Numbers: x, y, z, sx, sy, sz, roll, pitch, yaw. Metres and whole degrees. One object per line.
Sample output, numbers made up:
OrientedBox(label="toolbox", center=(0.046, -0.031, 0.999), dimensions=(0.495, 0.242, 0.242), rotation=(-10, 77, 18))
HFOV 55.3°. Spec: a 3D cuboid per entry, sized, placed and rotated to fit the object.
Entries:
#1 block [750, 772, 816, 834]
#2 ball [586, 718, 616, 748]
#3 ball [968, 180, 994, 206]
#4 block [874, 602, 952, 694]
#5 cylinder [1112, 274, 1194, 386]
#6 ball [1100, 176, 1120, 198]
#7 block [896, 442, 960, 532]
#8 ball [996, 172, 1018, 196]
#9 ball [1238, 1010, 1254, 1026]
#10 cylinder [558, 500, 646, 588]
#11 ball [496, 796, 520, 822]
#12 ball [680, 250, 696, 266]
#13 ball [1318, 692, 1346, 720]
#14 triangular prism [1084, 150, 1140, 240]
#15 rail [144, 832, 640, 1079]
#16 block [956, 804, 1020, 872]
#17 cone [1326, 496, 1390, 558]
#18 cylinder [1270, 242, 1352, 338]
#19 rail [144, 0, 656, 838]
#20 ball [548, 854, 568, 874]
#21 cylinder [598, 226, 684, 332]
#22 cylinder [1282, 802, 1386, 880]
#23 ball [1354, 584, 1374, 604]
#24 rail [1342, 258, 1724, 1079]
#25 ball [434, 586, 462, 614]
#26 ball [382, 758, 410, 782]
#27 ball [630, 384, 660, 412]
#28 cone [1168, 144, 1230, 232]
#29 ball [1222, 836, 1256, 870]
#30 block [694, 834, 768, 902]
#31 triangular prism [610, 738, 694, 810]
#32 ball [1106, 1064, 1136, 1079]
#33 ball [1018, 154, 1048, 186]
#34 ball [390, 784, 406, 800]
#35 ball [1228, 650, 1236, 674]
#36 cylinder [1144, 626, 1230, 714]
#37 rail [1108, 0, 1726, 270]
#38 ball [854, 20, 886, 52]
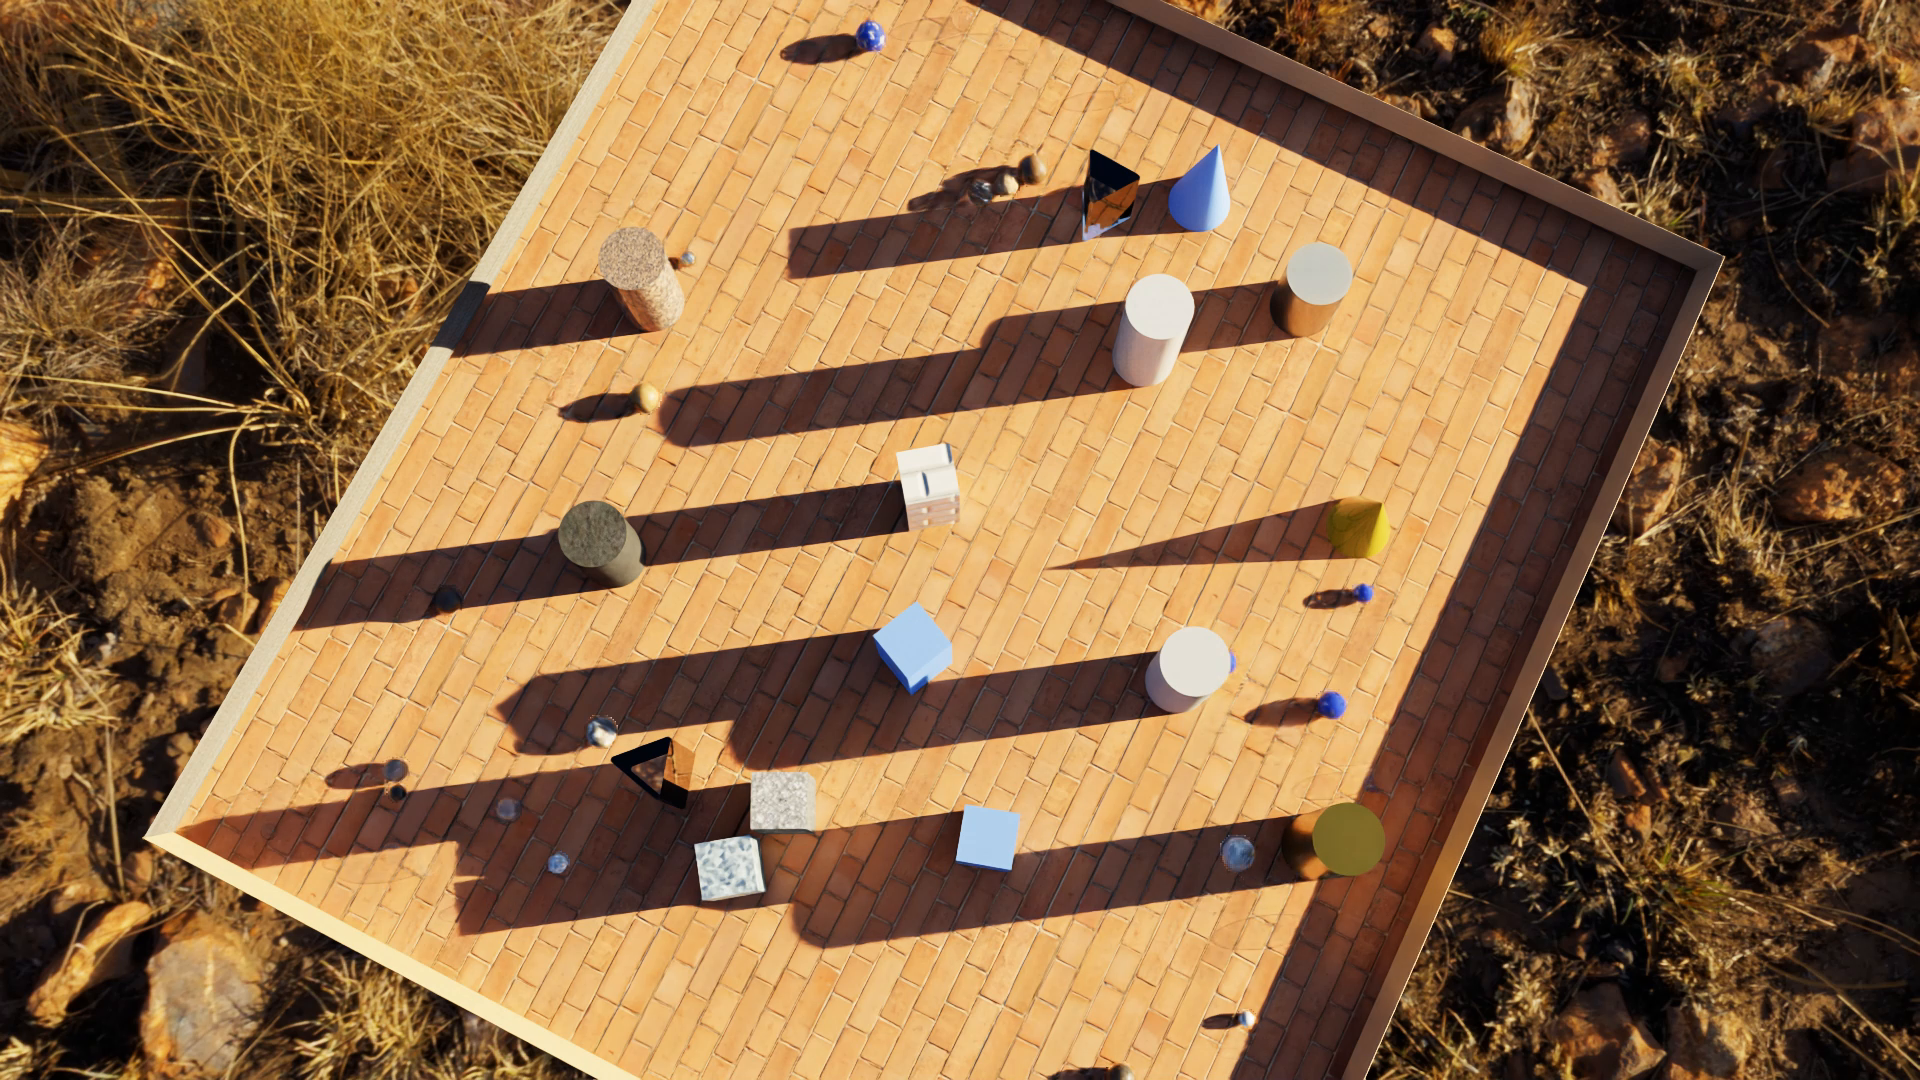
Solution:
OrientedBox(label="block", center=(-0.509, 0.763, 5.303), dimensions=(0.158, 0.304, 0.158), rotation=(0, 78, 0))
OrientedBox(label="ball", center=(-1.069, 0.572, 5.452), dimensions=(0.090, 0.090, 0.090), rotation=(0, 78, 0))
OrientedBox(label="ball", center=(0.066, -1.101, 5.804), dimensions=(0.080, 0.080, 0.080), rotation=(0, 78, 0))
OrientedBox(label="block", center=(-0.134, 0.320, 5.351), dimensions=(0.158, 0.391, 0.158), rotation=(-38, 81, -7))
OrientedBox(label="cylinder", center=(0.575, -0.622, 5.501), dimensions=(0.197, 0.479, 0.197), rotation=(0, 78, 0))
OrientedBox(label="ball", center=(0.476, -1.120, 5.810), dimensions=(0.068, 0.068, 0.068), rotation=(0, 78, 0))
OrientedBox(label="block", center=(-0.092, -0.154, 5.461), dimensions=(0.158, 0.367, 0.158), rotation=(-11, 79, -2))
OrientedBox(label="ball", center=(0.150, -1.129, 5.813), dimensions=(0.074, 0.074, 0.074), rotation=(0, 78, 0))
OrientedBox(label="ball", center=(0.829, 1.386, 5.307), dimensions=(0.045, 0.045, 0.045), rotation=(0, 78, 0))
OrientedBox(label="cylinder", center=(-1.057, 0.016, 5.439), dimensions=(0.197, 0.341, 0.197), rotation=(0, 78, 0))
OrientedBox(label="ball", center=(-1.336, 0.796, 5.414), dimensions=(0.074, 0.074, 0.074), rotation=(0, 78, 0))
OrientedBox(label="ball", center=(-0.856, -0.886, 5.774), dimensions=(0.050, 0.050, 0.050), rotation=(0, 78, 0))
OrientedBox(label="ball", center=(1.110, 0.494, 5.470), dimensions=(0.086, 0.086, 0.086), rotation=(0, 78, 0))
OrientedBox(label="triangular prism", center=(0.433, -1.085, 5.680), dimensions=(0.171, 0.316, 0.148), rotation=(-29, 80, -6))
OrientedBox(label="rail", center=(-0.818, 1.609, 5.217), dimensions=(3.439, 0.128, 0.045), rotation=(26, 80, 5))
OrientedBox(label="block", center=(0.079, 0.864, 5.294), dimensions=(0.158, 0.281, 0.158), rotation=(9, 78, 2))
OrientedBox(label="cone", center=(1.222, -0.074, 5.462), dimensions=(0.197, 0.333, 0.197), rotation=(0, 78, 0))
OrientedBox(label="cylinder", center=(1.073, -0.764, 5.618), dimensions=(0.197, 0.307, 0.197), rotation=(0, 78, 0))
OrientedBox(label="rail", center=(-1.517, -0.736, 5.702), dimensions=(0.045, 0.128, 3.707), rotation=(26, 80, 5))
OrientedBox(label="ball", center=(-1.184, 0.952, 5.390), dimensions=(0.058, 0.058, 0.058), rotation=(0, 78, 0))
OrientedBox(label="cylinder", center=(-0.966, -0.789, 5.580), dimensions=(0.197, 0.391, 0.197), rotation=(0, 78, 0))
OrientedBox(label="cylinder", center=(1.051, 0.857, 5.189), dimensions=(0.197, 0.489, 0.197), rotation=(0, 78, 0))
OrientedBox(label="ball", center=(1.222, 0.162, 5.552), dimensions=(0.061, 0.061, 0.061), rotation=(0, 78, 0))
OrientedBox(label="rail", center=(1.517, 0.749, 5.395), dimensions=(0.045, 0.128, 3.707), rotation=(26, 80, 5))
OrientedBox(label="ball", center=(-1.548, 0.183, 5.536), dimensions=(0.084, 0.084, 0.084), rotation=(0, 78, 0))
OrientedBox(label="ball", center=(-1.673, 0.683, 5.437), dimensions=(0.075, 0.075, 0.075), rotation=(0, 78, 0))
OrientedBox(label="ball", center=(-0.974, -0.439, 5.661), dimensions=(0.091, 0.091, 0.091), rotation=(0, 78, 0))
OrientedBox(label="cone", center=(0.762, -1.121, 5.616), dimensions=(0.197, 0.456, 0.197), rotation=(0, 78, 0))
OrientedBox(label="ball", center=(0.817, 0.921, 5.376), dimensions=(0.098, 0.098, 0.098), rotation=(0, 78, 0))
OrientedBox(label="block", center=(-0.660, 0.949, 5.292), dimensions=(0.158, 0.251, 0.158), rotation=(-10, 78, -2))
OrientedBox(label="triangular prism", center=(-0.841, 0.644, 5.239), dimensions=(0.171, 0.479, 0.148), rotation=(39, 81, 7))
OrientedBox(label="ball", center=(0.461, 1.545, 5.254), dimensions=(0.084, 0.084, 0.084), rotation=(0, 78, 0))
OrientedBox(label="ball", center=(0.231, -1.174, 5.810), dimensions=(0.097, 0.097, 0.097), rotation=(0, 78, 0))
OrientedBox(label="ball", center=(-1.667, 0.749, 5.436), dimensions=(0.050, 0.050, 0.050), rotation=(0, 78, 0))
OrientedBox(label="ball", center=(0.790, 0.367, 5.493), dimensions=(0.079, 0.079, 0.079), rotation=(0, 78, 0))
OrientedBox(label="cylinder", center=(0.656, 0.382, 5.321), dimensions=(0.197, 0.423, 0.197), rotation=(0, 78, 0))
OrientedBox(label="rail", center=(0.818, -1.596, 5.880), dimensions=(3.439, 0.128, 0.045), rotation=(26, 80, 5))
OrientedBox(label="ball", center=(-0.289, -1.622, 5.902), dimensions=(0.099, 0.099, 0.099), rotation=(0, 78, 0))
